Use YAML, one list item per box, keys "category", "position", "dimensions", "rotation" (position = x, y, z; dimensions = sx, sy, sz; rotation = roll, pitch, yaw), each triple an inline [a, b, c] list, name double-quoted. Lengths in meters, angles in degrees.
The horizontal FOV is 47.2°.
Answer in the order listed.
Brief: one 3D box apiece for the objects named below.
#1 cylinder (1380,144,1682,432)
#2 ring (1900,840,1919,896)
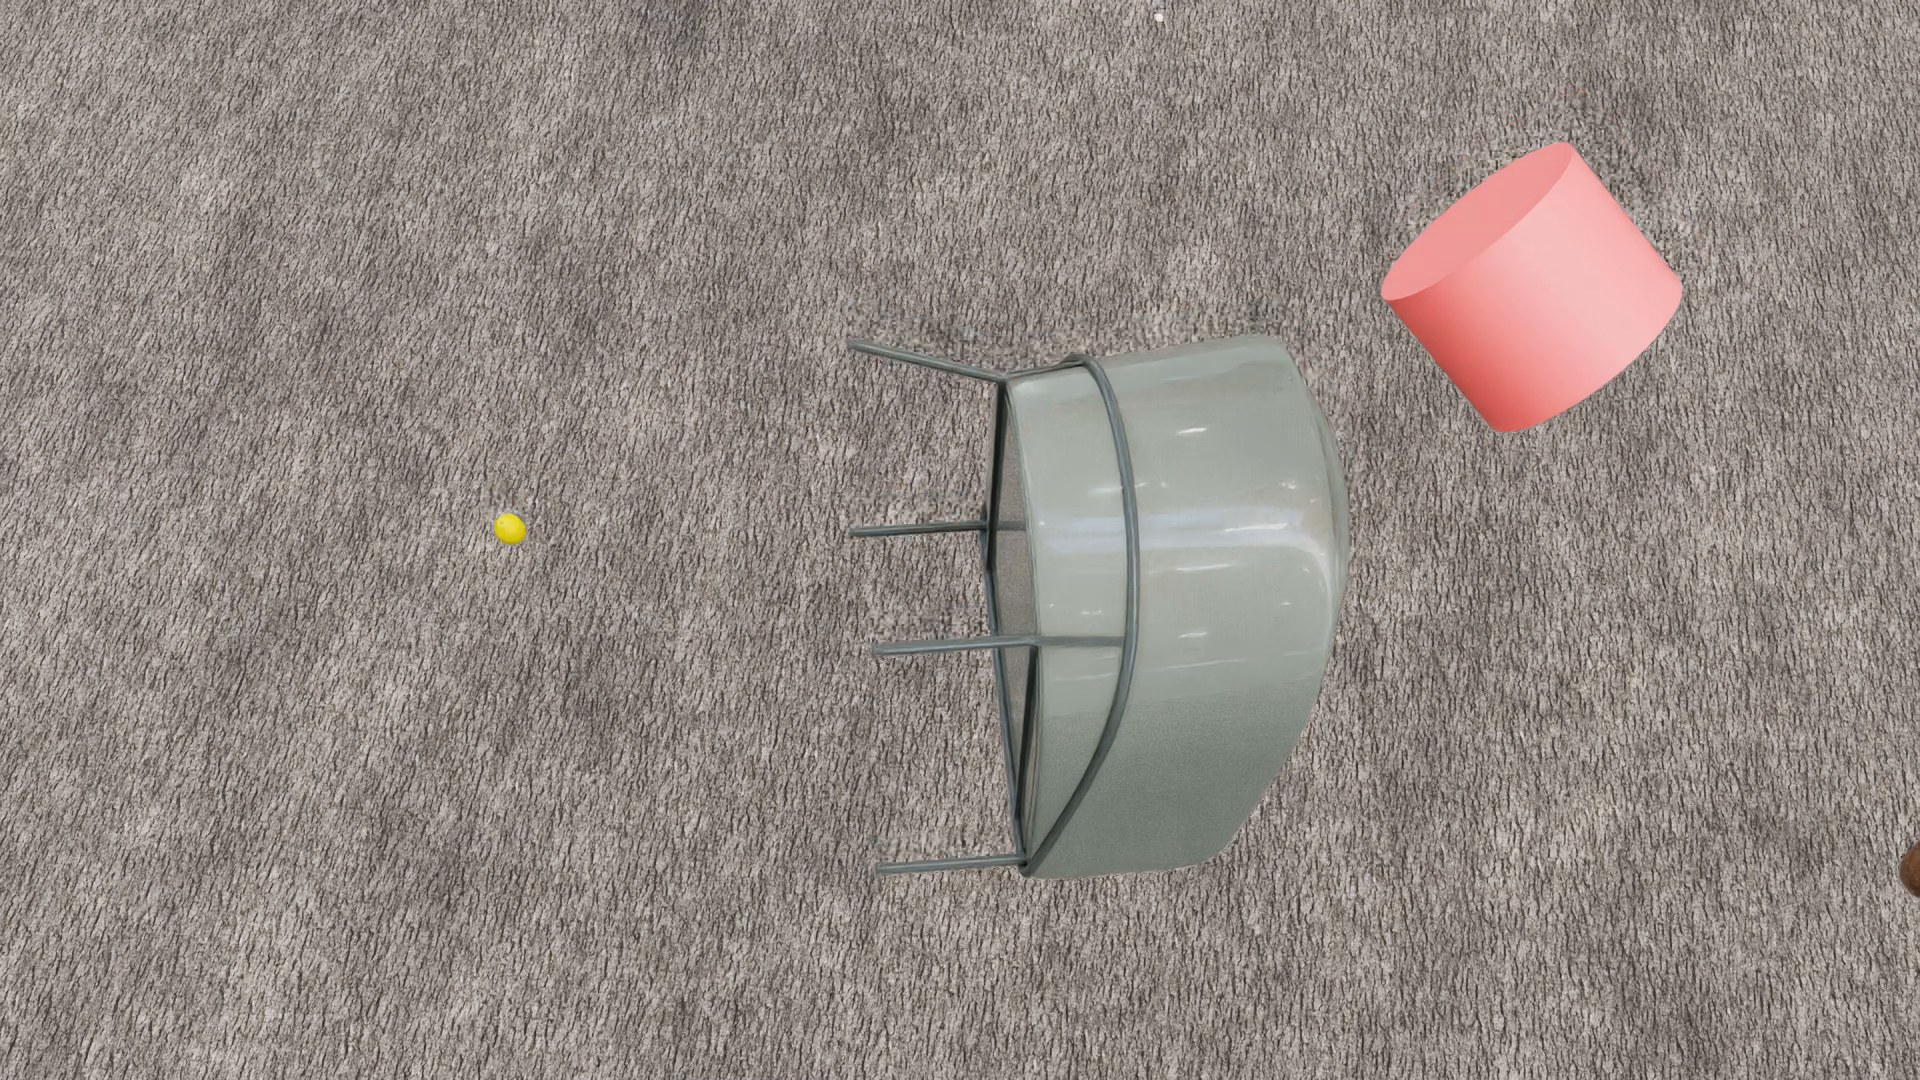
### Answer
- category: "cylinder"
  position: [0.753, -0.333, 2.908]
  dimensions: [0.307, 0.306, 0.234]
  rotation: [-43, 101, -5]
- category: "ring"
  position: [1.595, 0.496, 3.517]
  dimensions: [0.213, 0.157, 0.082]
  rotation: [-32, 58, -14]
